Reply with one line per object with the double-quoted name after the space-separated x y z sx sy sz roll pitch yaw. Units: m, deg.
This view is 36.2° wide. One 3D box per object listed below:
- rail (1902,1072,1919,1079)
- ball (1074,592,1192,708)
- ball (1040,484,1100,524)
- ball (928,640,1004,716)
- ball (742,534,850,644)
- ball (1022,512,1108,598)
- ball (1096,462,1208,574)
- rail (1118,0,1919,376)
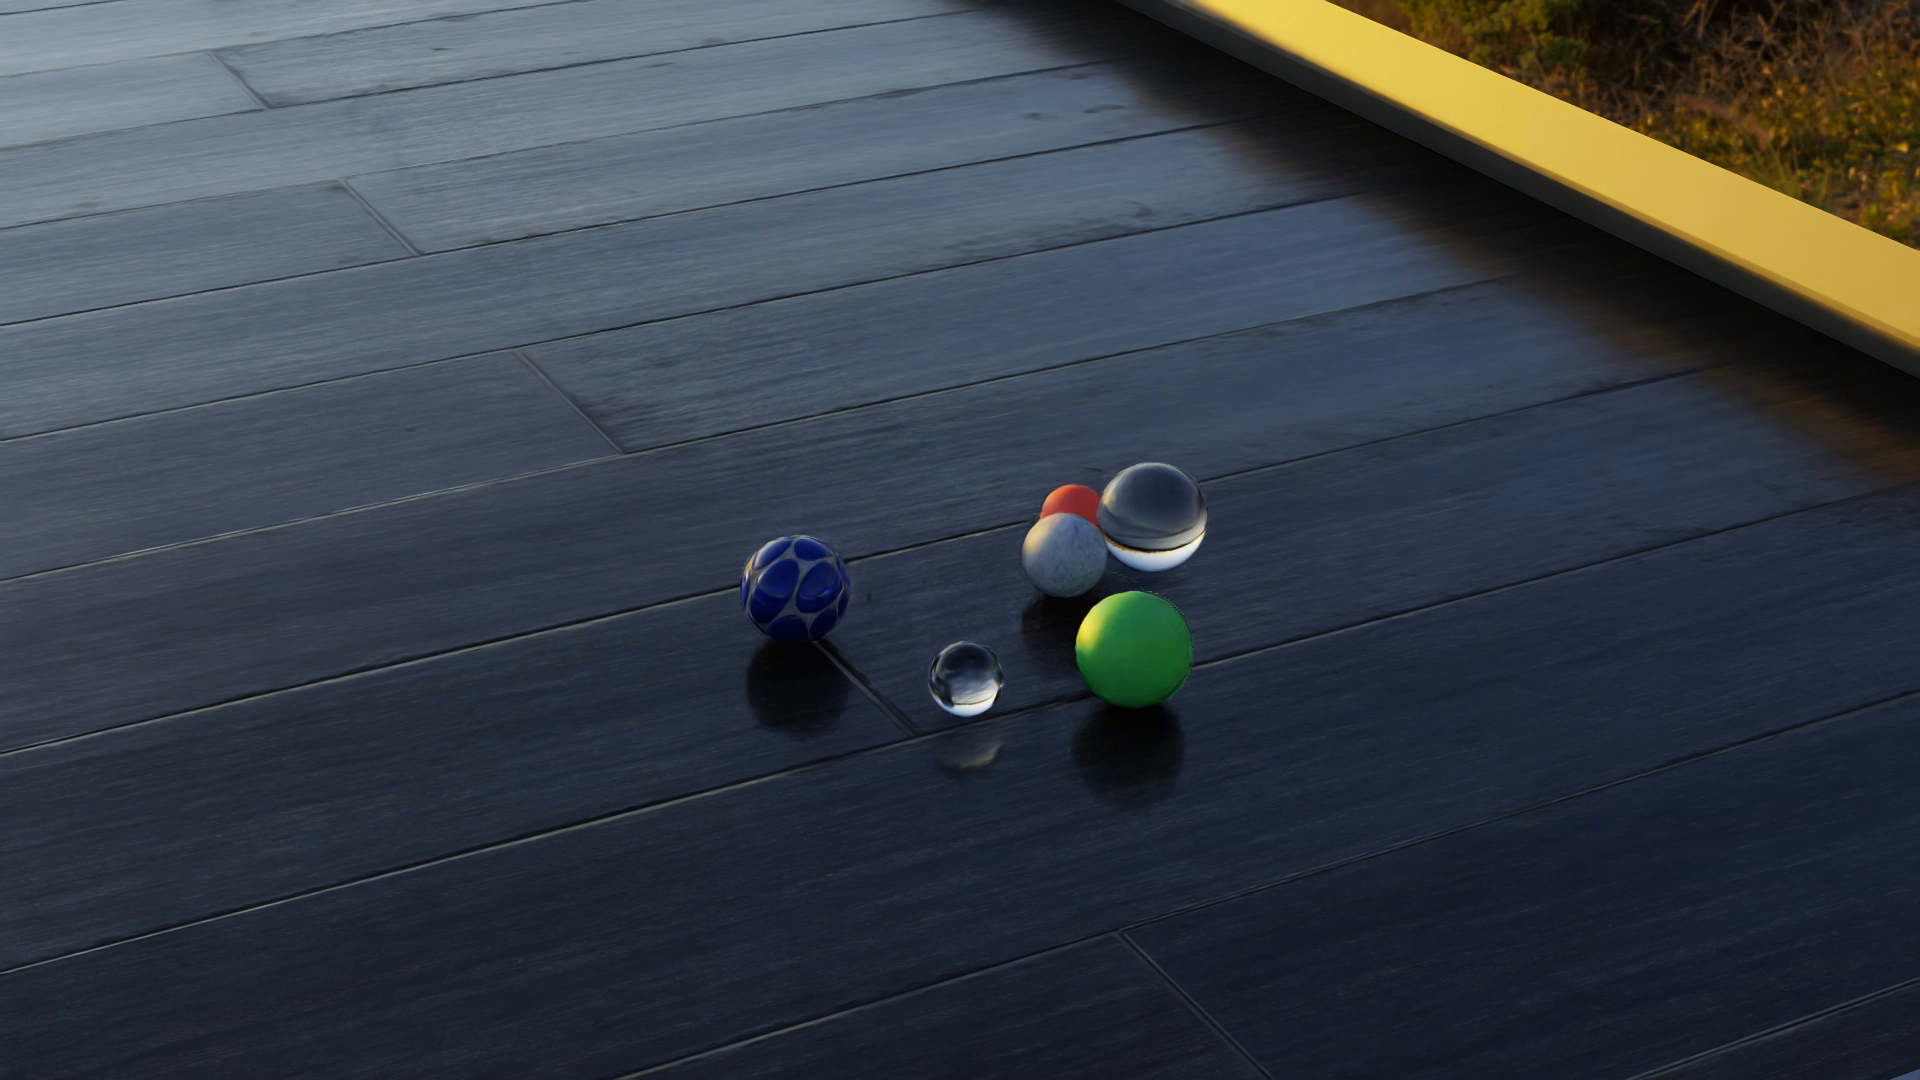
0.384 0.299 1.392 1.742 0.102 0.045 -13 28 -25 "rail"
0.112 0.071 1.900 0.076 0.076 0.076 0 26 0 "ball"
0.082 -0.016 2.114 0.048 0.048 0.048 0 26 0 "ball"
0.004 0.089 1.893 0.049 0.049 0.049 0 26 0 "ball"
-0.111 0.033 1.982 0.074 0.074 0.074 0 26 0 "ball"
0.073 0.011 2.045 0.060 0.060 0.060 0 26 0 "ball"
0.136 -0.016 2.078 0.079 0.079 0.079 0 26 0 "ball"
0.356 -0.516 3.091 0.045 0.102 3.414 -13 28 -25 "rail"
